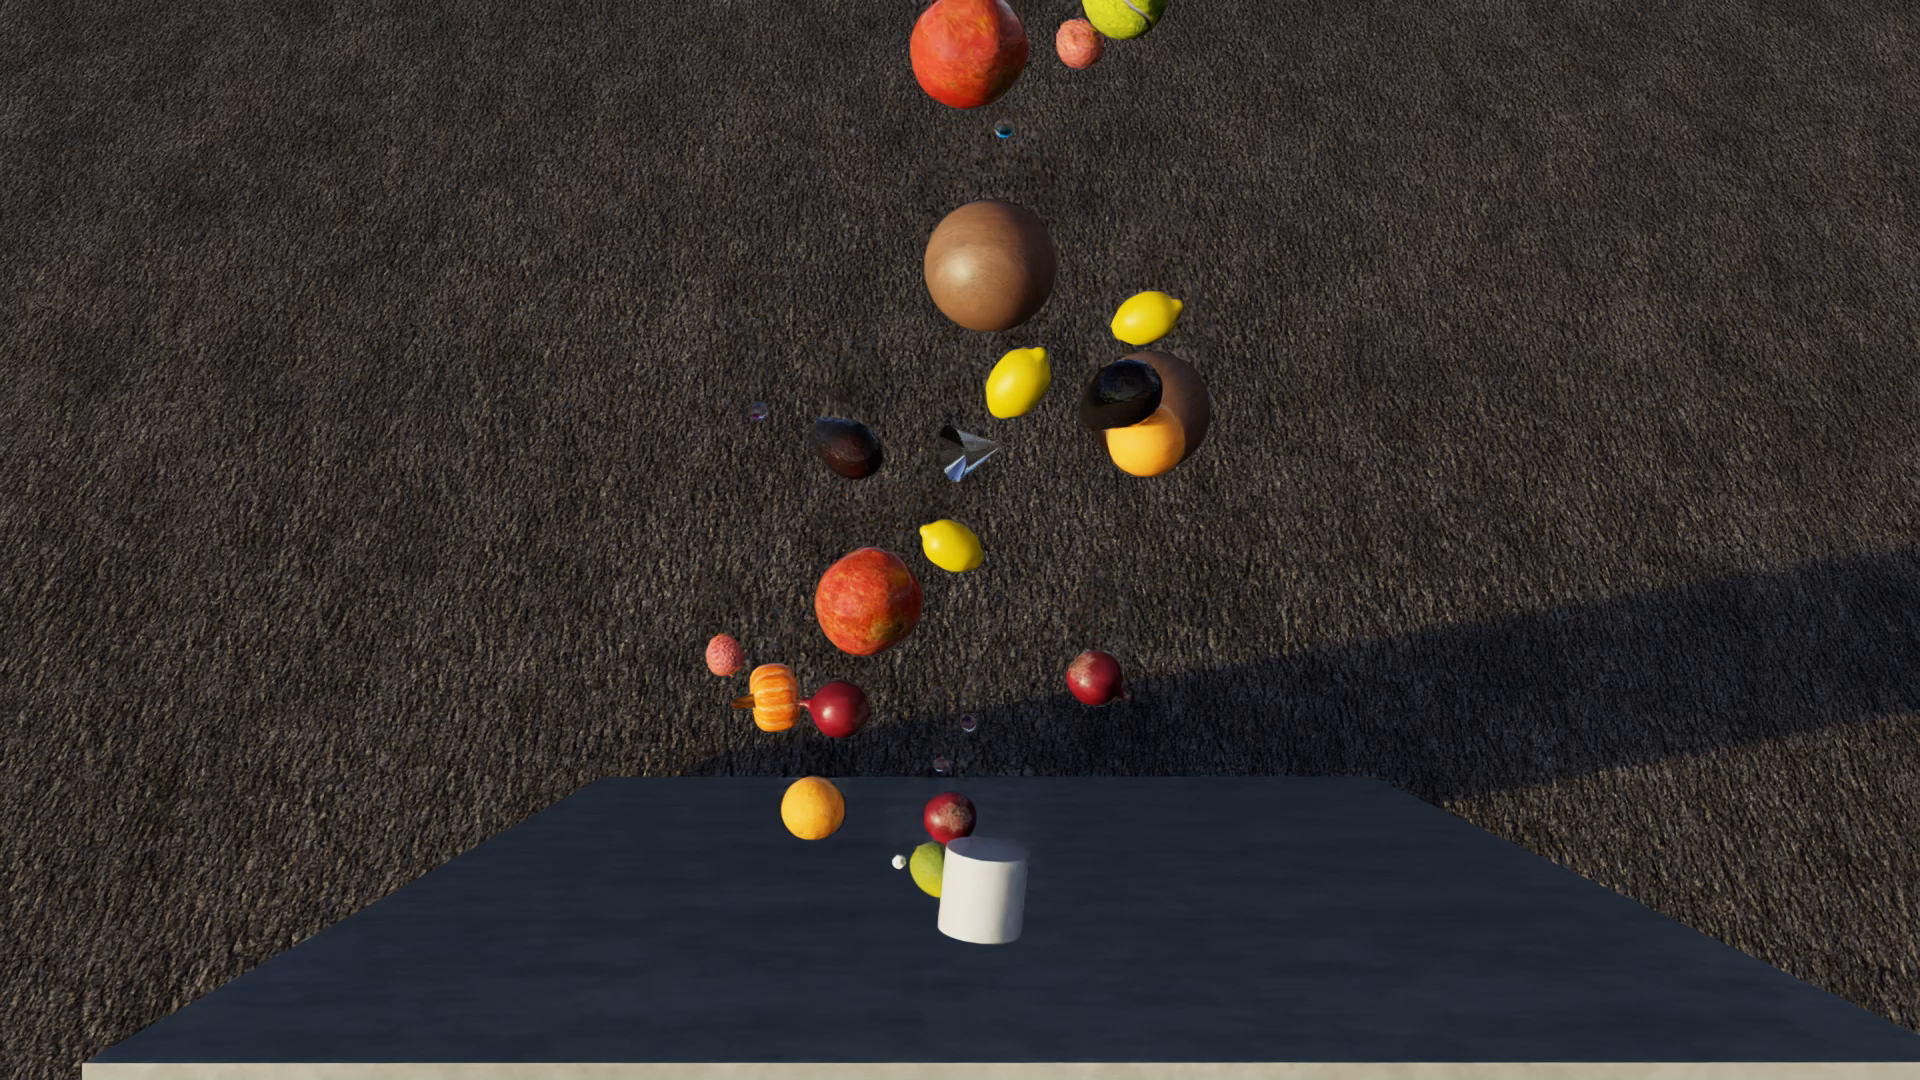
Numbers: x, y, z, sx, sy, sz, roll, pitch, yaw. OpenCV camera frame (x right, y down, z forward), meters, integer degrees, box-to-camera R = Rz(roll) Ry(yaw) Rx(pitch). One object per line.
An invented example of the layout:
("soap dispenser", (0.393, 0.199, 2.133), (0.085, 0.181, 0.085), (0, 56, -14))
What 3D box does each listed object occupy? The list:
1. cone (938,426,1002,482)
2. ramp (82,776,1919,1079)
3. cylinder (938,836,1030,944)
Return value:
("cone", (0.018, -0.094, 2.693), (0.059, 0.059, 0.059), (-11, 34, -26))
("ramp", (0.072, 0.634, 4.737), (2.000, 0.100, 4.000), (0, -1, 0))
("cylinder", (0.026, 0.384, 2.848), (0.092, 0.092, 0.092), (6, 10, -1))
